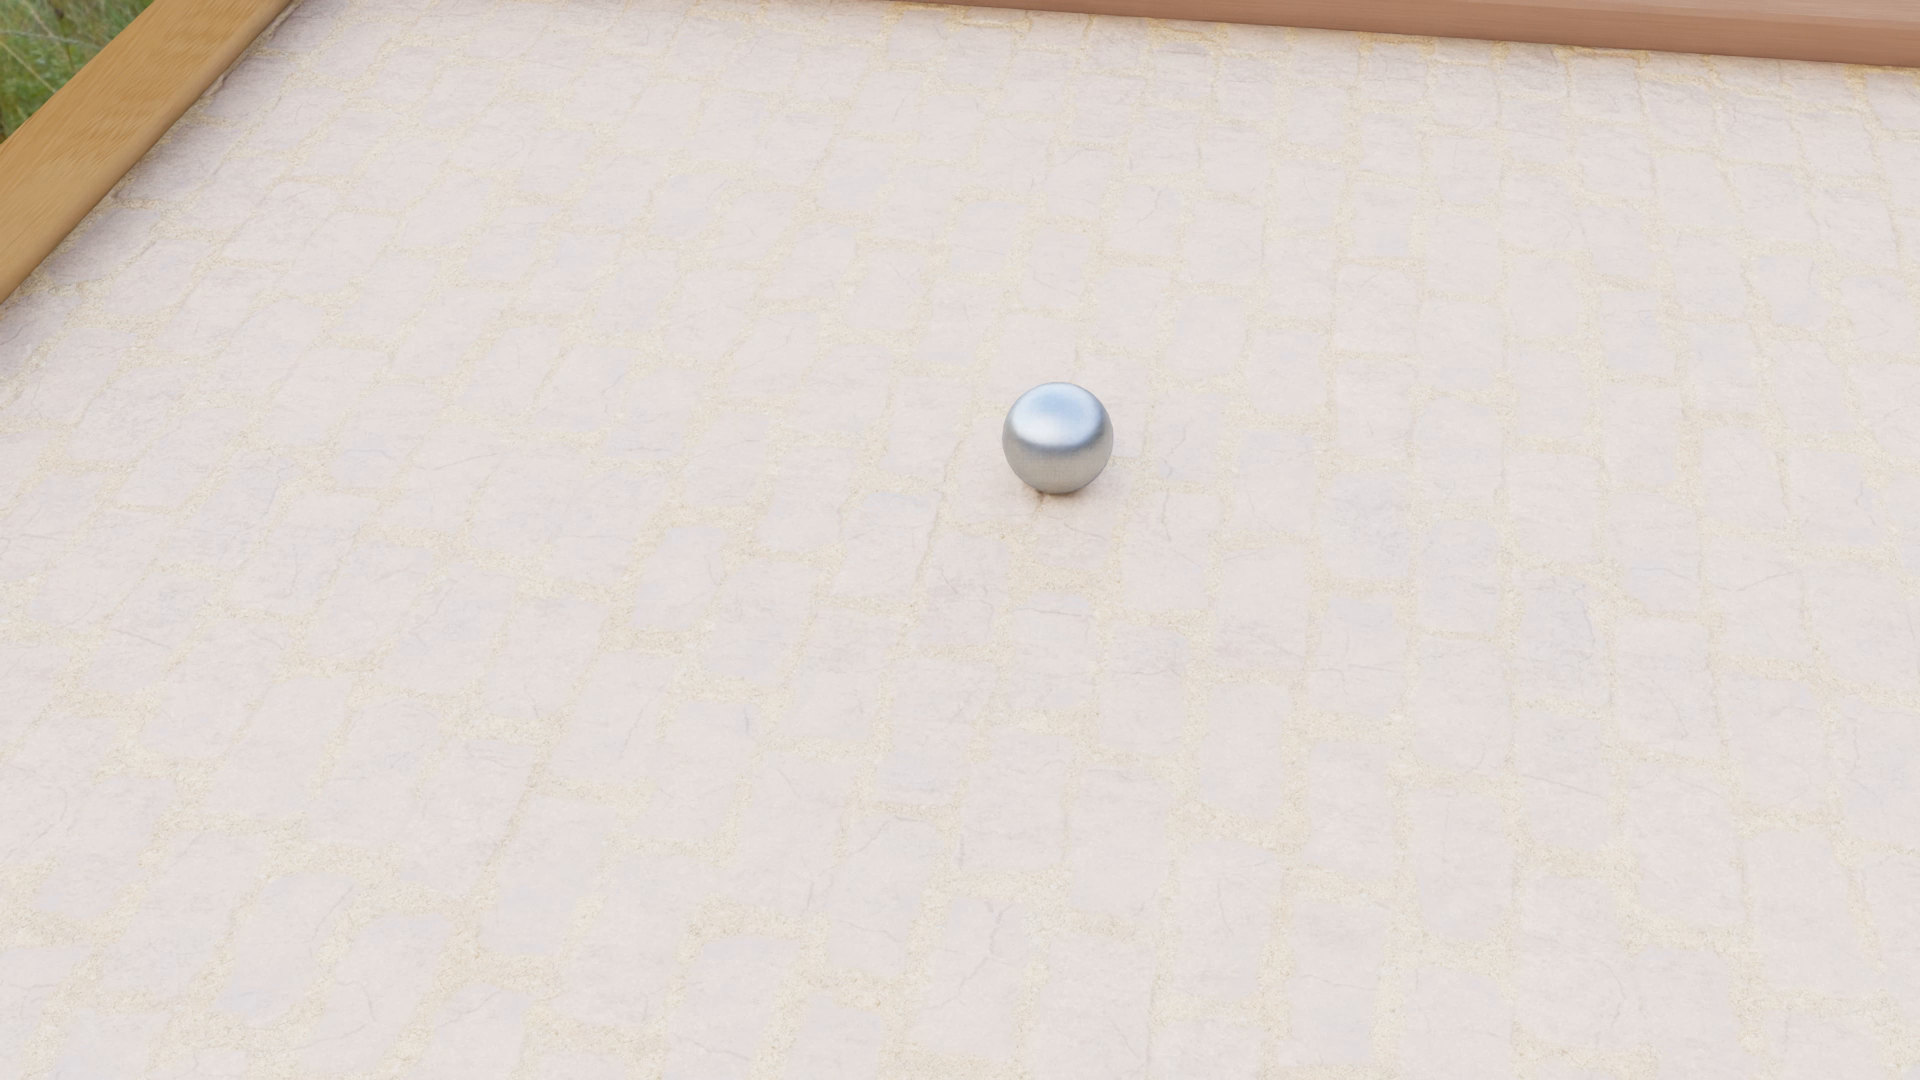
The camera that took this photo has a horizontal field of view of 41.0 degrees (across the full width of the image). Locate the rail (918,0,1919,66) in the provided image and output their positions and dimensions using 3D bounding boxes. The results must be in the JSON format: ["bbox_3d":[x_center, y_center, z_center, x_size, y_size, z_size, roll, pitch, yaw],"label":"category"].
[{"bbox_3d":[1.052,-0.520,2.581,3.581,0.124,0.045,5,35,8],"label":"rail"}]

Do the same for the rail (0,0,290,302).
[{"bbox_3d":[-0.860,-0.102,1.976,0.045,0.124,2.121,5,35,8],"label":"rail"}]

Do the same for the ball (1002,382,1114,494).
[{"bbox_3d":[0.075,-0.079,1.978,0.086,0.086,0.086,0,35,0],"label":"ball"}]
